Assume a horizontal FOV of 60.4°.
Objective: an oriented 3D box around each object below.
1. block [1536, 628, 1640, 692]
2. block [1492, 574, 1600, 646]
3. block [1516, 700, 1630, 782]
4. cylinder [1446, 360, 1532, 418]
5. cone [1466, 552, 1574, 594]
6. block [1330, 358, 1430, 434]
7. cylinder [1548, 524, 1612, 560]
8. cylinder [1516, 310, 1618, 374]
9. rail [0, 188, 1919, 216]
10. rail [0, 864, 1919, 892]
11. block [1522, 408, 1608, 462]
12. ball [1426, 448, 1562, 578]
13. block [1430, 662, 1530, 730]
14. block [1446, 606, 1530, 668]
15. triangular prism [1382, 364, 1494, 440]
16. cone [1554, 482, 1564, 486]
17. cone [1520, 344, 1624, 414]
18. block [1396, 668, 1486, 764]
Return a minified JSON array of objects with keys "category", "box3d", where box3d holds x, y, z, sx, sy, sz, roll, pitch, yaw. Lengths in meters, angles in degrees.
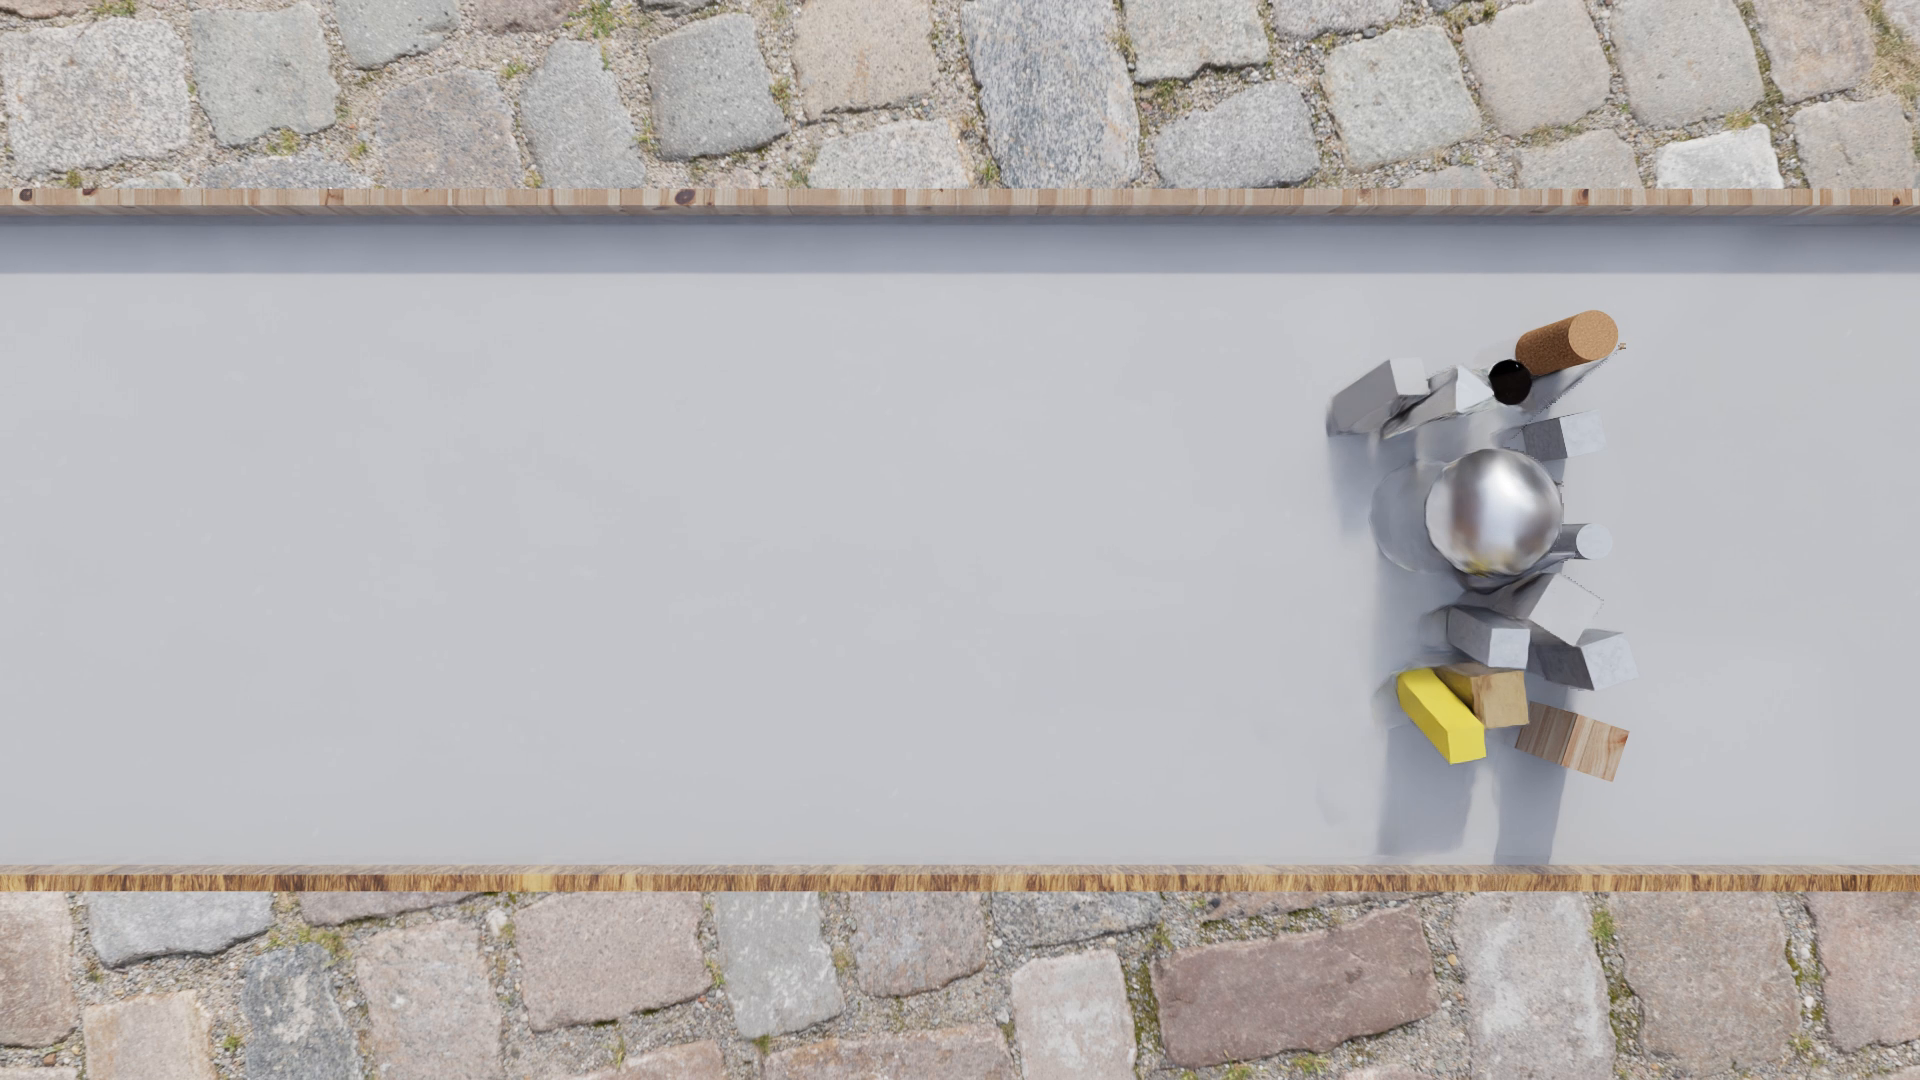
[{"category":"block","box3d":[1.844,0.347,4.869,0.132,0.403,0.132,-18,89,1]},{"category":"block","box3d":[1.731,0.206,4.897,0.153,0.352,0.153,32,88,1]},{"category":"block","box3d":[1.805,0.592,4.880,0.154,0.393,0.154,18,90,0]},{"category":"cylinder","box3d":[1.538,-0.444,4.872,0.128,0.398,0.128,0,89,-6]},{"category":"cone","box3d":[1.675,0.068,4.862,0.136,0.409,0.136,4,80,-21]},{"category":"block","box3d":[1.246,-0.427,4.902,0.113,0.312,0.113,-4,74,-22]},{"category":"cylinder","box3d":[1.818,0.004,4.901,0.105,0.352,0.105,0,90,0]},{"category":"cylinder","box3d":[1.779,-0.577,4.853,0.140,0.446,0.140,0,90,0]},{"category":"rail","box3d":[-2.247,-1.025,5.002,12.000,0.150,0.050,0,90,0]},{"category":"rail","box3d":[-2.247,1.025,5.001,12.000,0.150,0.050,0,90,0]},{"category":"block","box3d":[1.798,-0.308,4.916,0.118,0.321,0.118,-13,90,0]},{"category":"ball","box3d":[1.532,-0.077,4.744,0.374,0.374,0.374,0,90,0]},{"category":"block","box3d":[1.537,0.458,4.895,0.153,0.355,0.153,-7,90,-3]},{"category":"block","box3d":[1.563,0.283,4.891,0.112,0.353,0.112,3,98,-3]},{"category":"triangular prism","box3d":[1.377,-0.413,4.846,0.134,0.444,0.116,-24,89,-14]},{"category":"cone","box3d":[1.662,-0.151,4.910,0.144,0.306,0.144,5,81,-37]},{"category":"cone","box3d":[1.888,-0.517,5.051,0.373,0.103,0.103,-28,90,-8]},{"category":"block","box3d":[1.412,0.512,4.855,0.102,0.430,0.102,-11,108,-1]}]
